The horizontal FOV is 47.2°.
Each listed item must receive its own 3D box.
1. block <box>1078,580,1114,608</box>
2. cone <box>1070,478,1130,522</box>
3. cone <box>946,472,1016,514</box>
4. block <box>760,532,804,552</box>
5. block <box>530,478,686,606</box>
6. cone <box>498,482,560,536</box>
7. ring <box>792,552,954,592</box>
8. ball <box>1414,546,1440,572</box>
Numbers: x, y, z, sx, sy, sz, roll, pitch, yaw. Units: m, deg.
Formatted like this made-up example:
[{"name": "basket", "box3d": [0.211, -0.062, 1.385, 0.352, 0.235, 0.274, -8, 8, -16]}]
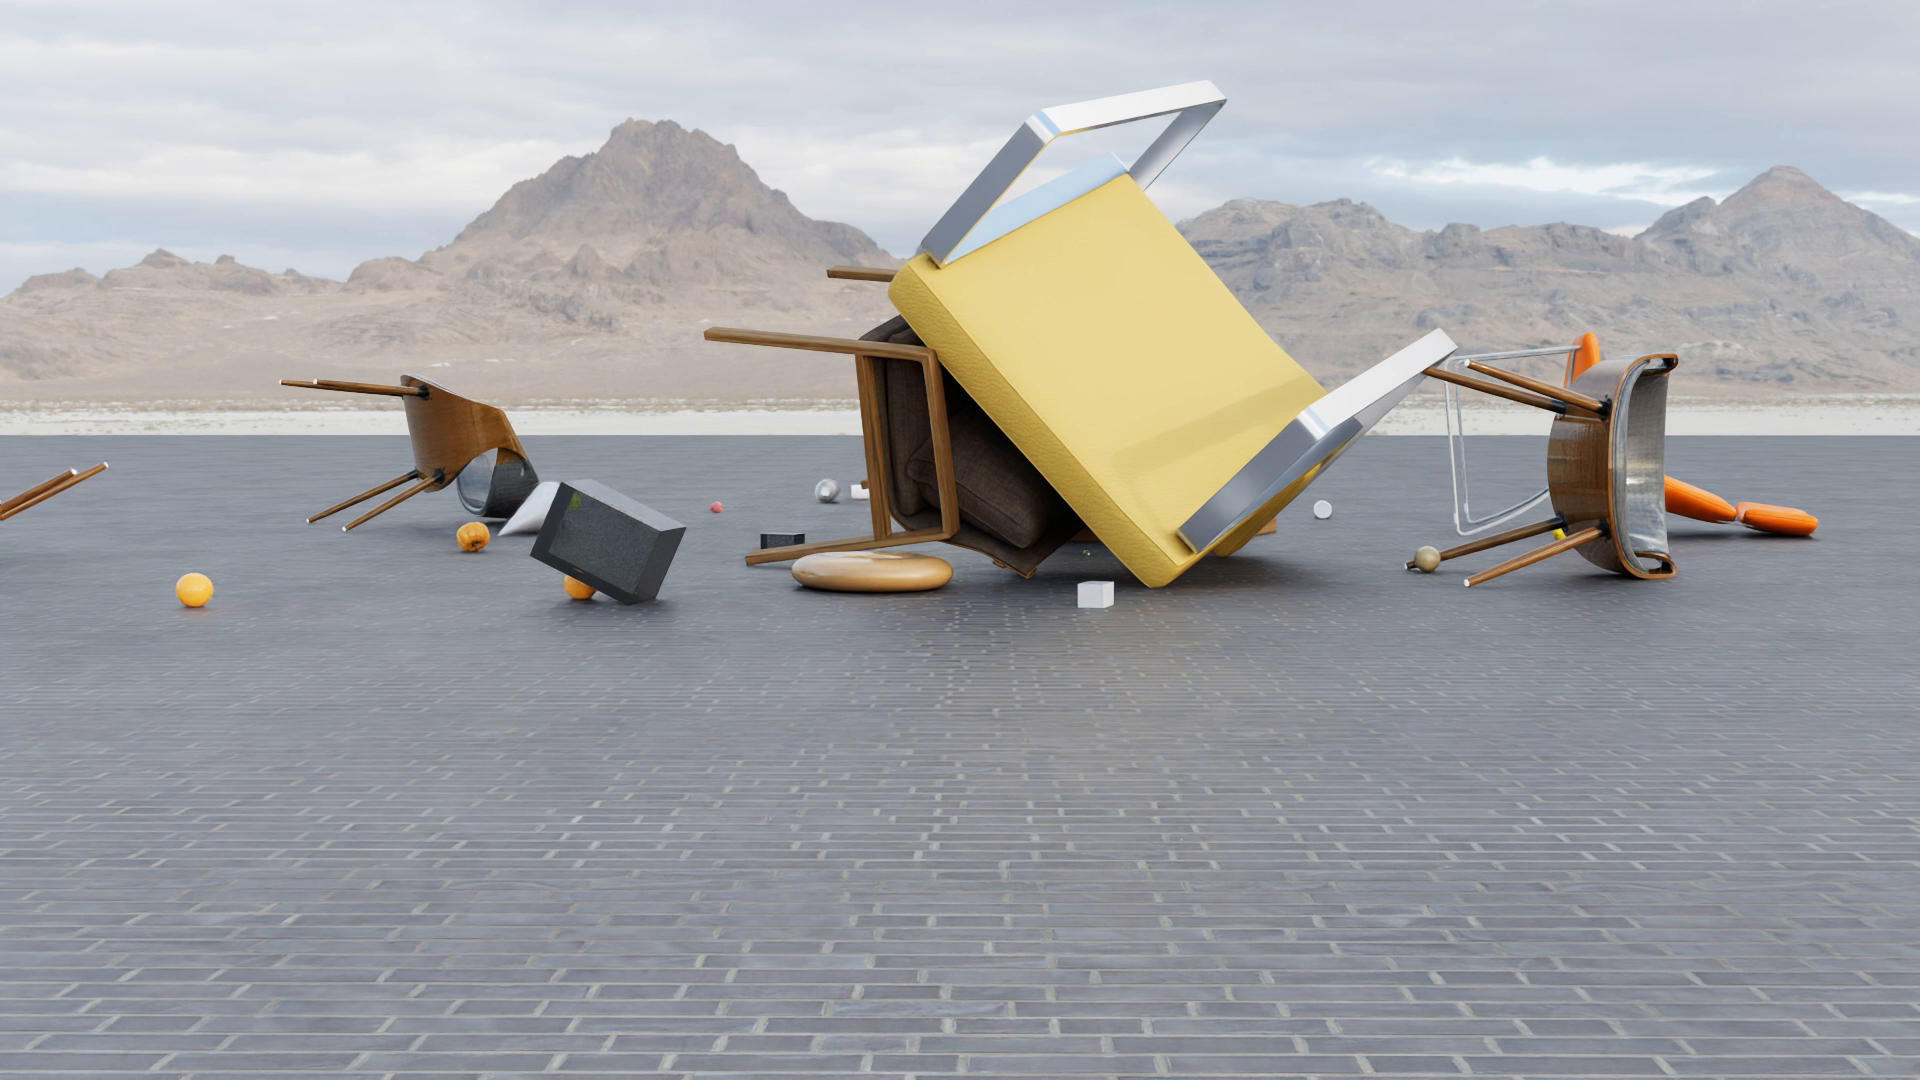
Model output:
[{"name": "block", "box3d": [0.281, 0.113, 4.556, 0.054, 0.048, 0.080, 1, 4, 20]}, {"name": "cone", "box3d": [0.434, -0.100, 7.449, 0.204, 0.140, 0.215, 30, -32, -22]}, {"name": "cone", "box3d": [0.029, -0.135, 7.959, 0.251, 0.159, 0.256, 2, -16, -39]}, {"name": "block", "box3d": [-0.496, 0.005, 6.148, 0.105, 0.045, 0.066, 2, 4, 22]}, {"name": "block", "box3d": [-0.742, 0.002, 4.650, 0.238, 0.171, 0.172, 26, 9, 9]}, {"name": "cone", "box3d": [-1.344, -0.058, 6.795, 0.238, 0.158, 0.234, -25, 6, 45]}, {"name": "ring", "box3d": [-0.199, 0.071, 4.982, 0.349, 0.075, 0.407, -2, 4, -36]}, {"name": "ball", "box3d": [1.148, 0.046, 5.401, 0.064, 0.064, 0.064, 0, 4, 0]}]
